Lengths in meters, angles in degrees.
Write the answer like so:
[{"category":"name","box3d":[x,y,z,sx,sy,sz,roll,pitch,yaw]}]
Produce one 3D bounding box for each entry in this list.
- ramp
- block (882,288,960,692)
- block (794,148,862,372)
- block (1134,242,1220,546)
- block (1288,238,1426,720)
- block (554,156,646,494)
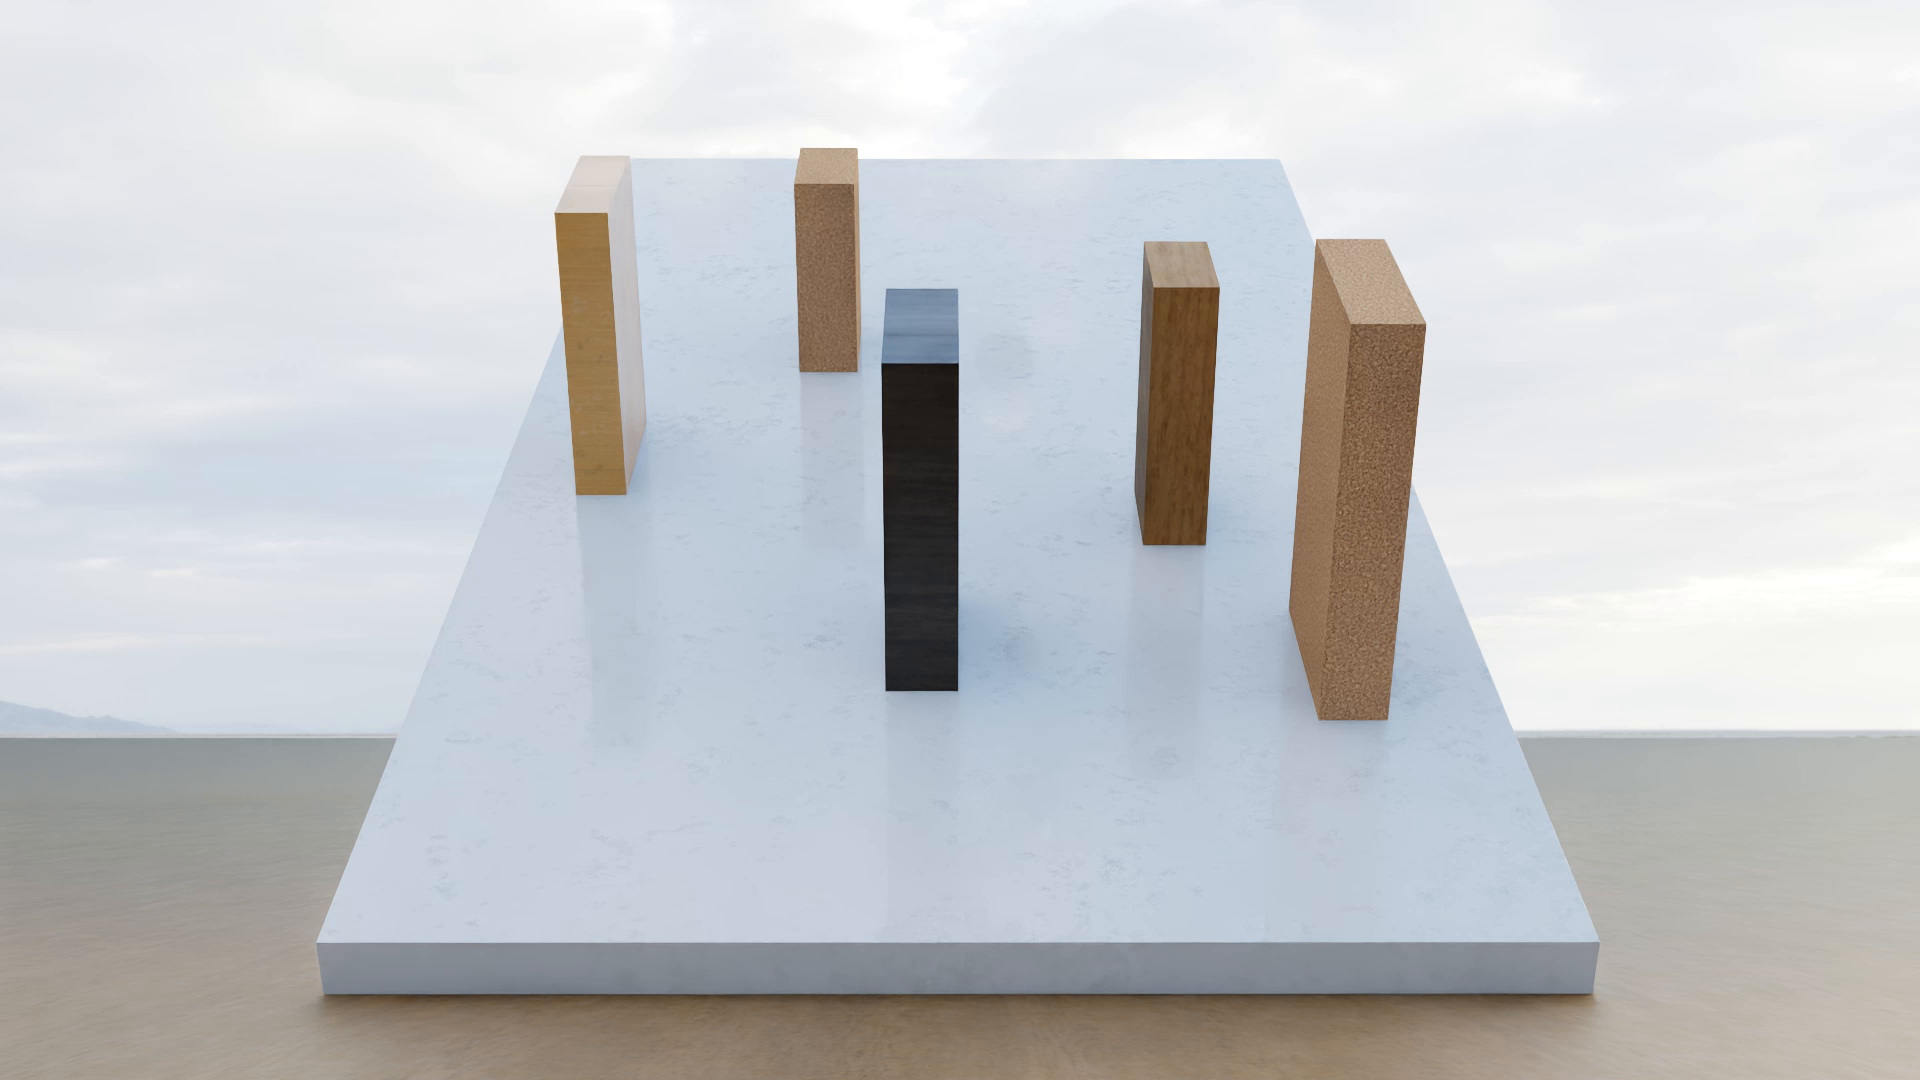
[{"category":"ramp","box3d":[-0.010,-0.227,5.495,2.000,0.100,4.000,0,27,0]},{"category":"block","box3d":[-0.070,-0.095,4.391,0.135,0.654,0.364,0,27,0]},{"category":"block","box3d":[-0.319,-0.682,5.757,0.141,0.476,0.280,0,27,0]},{"category":"block","box3d":[0.445,-0.303,4.904,0.130,0.569,0.269,0,27,0]},{"category":"block","box3d":[0.712,-0.112,4.303,0.126,0.768,0.423,0,27,0]},{"category":"block","box3d":[-0.776,-0.470,5.150,0.109,0.639,0.386,0,27,0]}]
